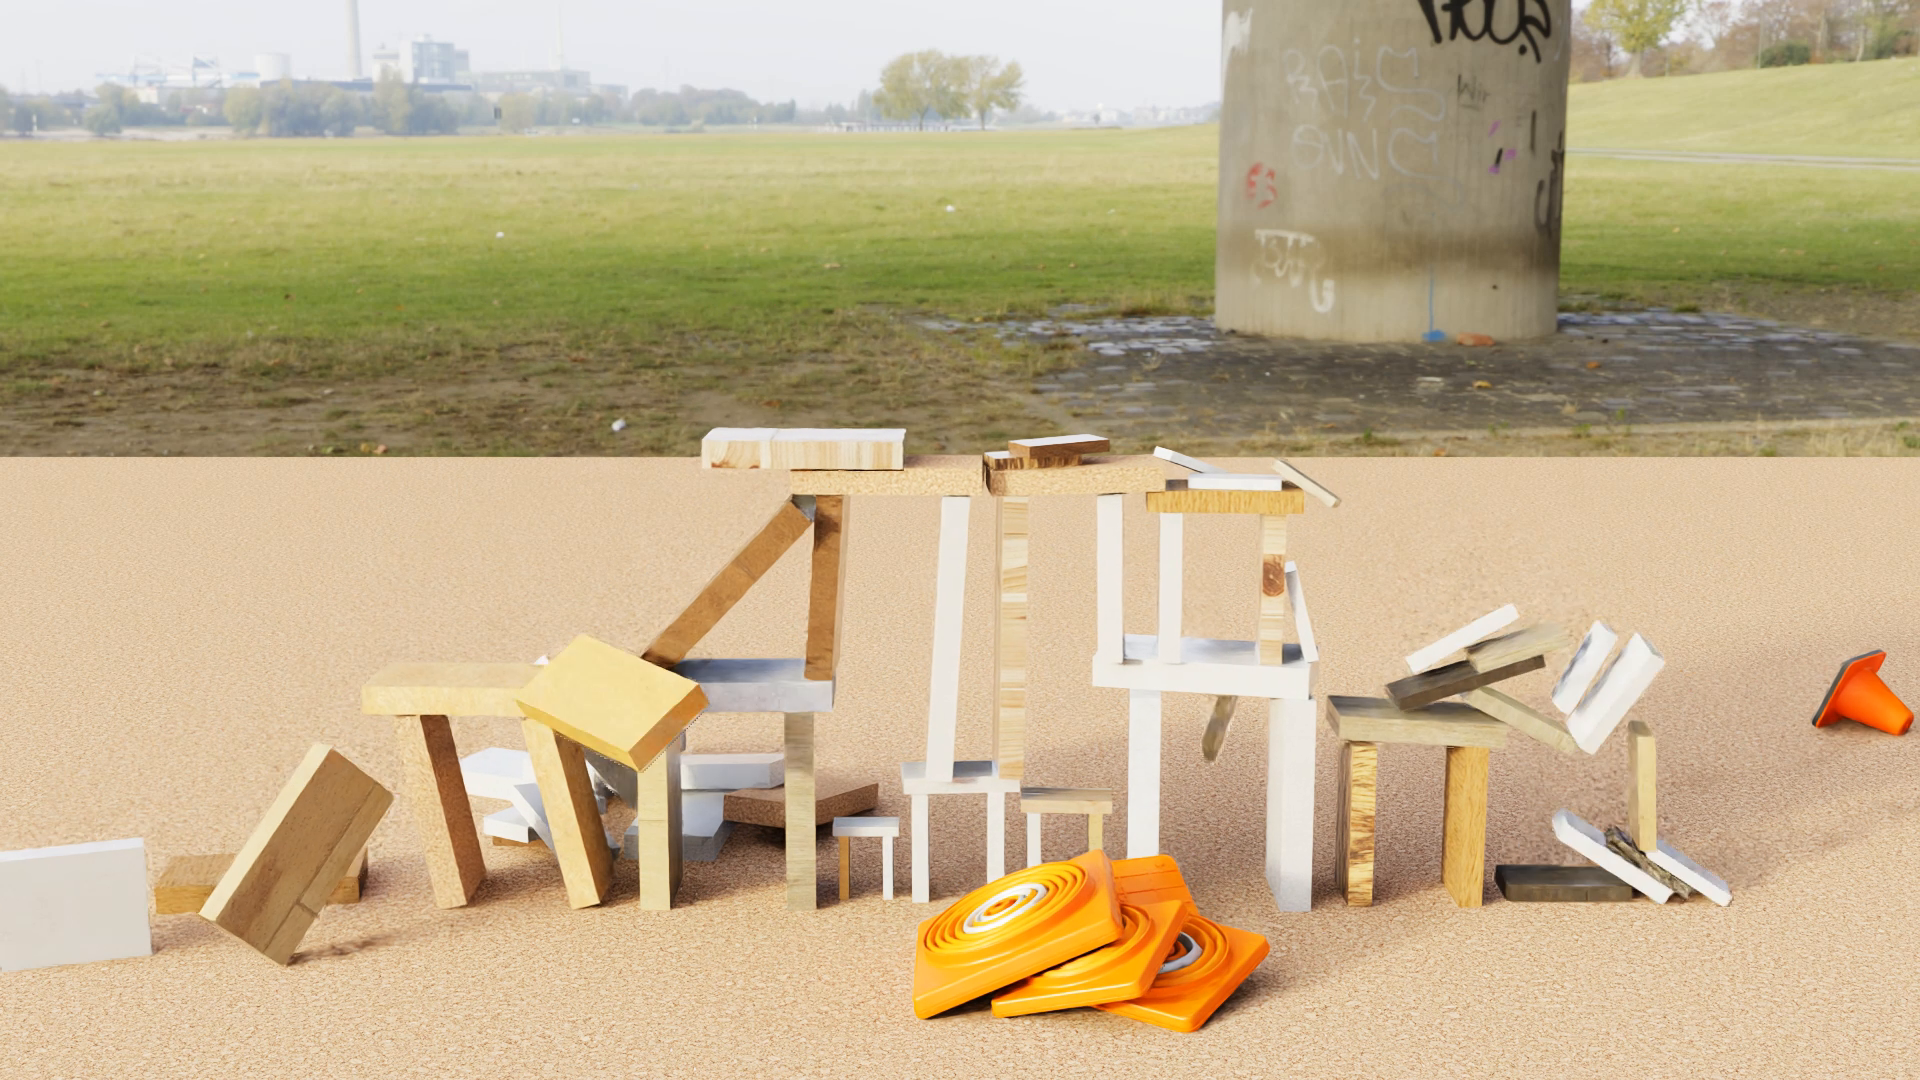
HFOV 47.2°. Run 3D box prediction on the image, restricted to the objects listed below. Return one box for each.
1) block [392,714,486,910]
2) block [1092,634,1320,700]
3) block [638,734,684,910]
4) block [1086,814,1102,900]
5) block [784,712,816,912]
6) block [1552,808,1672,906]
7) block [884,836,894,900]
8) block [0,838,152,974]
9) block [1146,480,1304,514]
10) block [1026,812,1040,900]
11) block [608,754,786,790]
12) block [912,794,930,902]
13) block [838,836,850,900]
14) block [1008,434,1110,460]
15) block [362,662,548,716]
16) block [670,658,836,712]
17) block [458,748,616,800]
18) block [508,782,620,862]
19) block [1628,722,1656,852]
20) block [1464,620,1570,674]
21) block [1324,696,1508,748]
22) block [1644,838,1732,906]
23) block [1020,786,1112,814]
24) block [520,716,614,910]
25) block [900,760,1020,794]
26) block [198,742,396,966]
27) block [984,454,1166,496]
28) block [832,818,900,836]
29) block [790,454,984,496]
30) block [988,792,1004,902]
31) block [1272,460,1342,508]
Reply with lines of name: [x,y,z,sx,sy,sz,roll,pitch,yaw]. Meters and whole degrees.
block: [-0.861,0.428,3.643,0.046,0.326,0.163,-11,10,1]
block: [0.411,0.208,3.655,0.353,0.050,0.176,3,11,14]
block: [-0.497,0.424,3.642,0.048,0.336,0.168,0,11,0]
block: [0.223,0.516,3.657,0.021,0.149,0.075,0,11,0]
block: [-0.265,0.425,3.638,0.048,0.336,0.168,-1,11,-4]
block: [1.085,0.525,3.663,0.202,0.029,0.101,33,14,2]
block: [-0.119,0.537,3.658,0.015,0.109,0.054,0,11,0]
block: [-1.421,0.562,3.342,0.349,0.175,0.049,-4,11,-20]
block: [0.427,-0.071,3.565,0.248,0.035,0.124,1,11,4]
block: [0.122,0.516,3.657,0.021,0.149,0.075,-1,11,0]
block: [-0.477,0.431,4.100,0.316,0.045,0.158,-2,1,15]
block: [-0.065,0.497,3.654,0.027,0.189,0.094,0,11,0]
block: [-0.192,0.537,3.658,0.015,0.109,0.054,0,11,0]
block: [0.159,-0.150,3.528,0.144,0.020,0.072,-6,12,-25]
block: [-0.795,0.244,3.607,0.326,0.046,0.163,0,11,1]
block: [-0.374,0.237,3.601,0.336,0.048,0.168,0,11,-1]
block: [-0.820,0.460,4.247,0.319,0.045,0.160,5,11,24]
block: [-0.693,0.496,3.855,0.103,0.029,0.207,-1,31,-43]
block: [1.119,0.403,3.609,0.027,0.192,0.096,-3,10,8]
block: [0.906,0.173,3.578,0.153,0.022,0.076,-17,15,1]
block: [0.748,0.298,3.617,0.271,0.038,0.135,3,11,-1]
block: [1.202,0.545,3.639,0.149,0.021,0.075,33,15,4]
block: [0.176,0.431,3.646,0.149,0.021,0.075,1,11,3]
block: [-0.648,0.428,3.644,0.046,0.326,0.163,-13,10,2]
block: [-0.001,0.391,3.631,0.189,0.027,0.095,-1,11,-5]
block: [-1.010,0.480,3.365,0.043,0.305,0.153,11,-28,40]
block: [0.183,-0.105,3.558,0.278,0.039,0.139,-2,11,-3]
block: [-0.155,0.476,3.647,0.109,0.015,0.054,0,11,0]
block: [-0.115,-0.106,3.530,0.302,0.043,0.151,0,10,1]
block: [0.060,0.497,3.655,0.027,0.189,0.095,0,11,2]
block: [0.562,-0.090,3.554,0.114,0.016,0.057,36,11,17]
